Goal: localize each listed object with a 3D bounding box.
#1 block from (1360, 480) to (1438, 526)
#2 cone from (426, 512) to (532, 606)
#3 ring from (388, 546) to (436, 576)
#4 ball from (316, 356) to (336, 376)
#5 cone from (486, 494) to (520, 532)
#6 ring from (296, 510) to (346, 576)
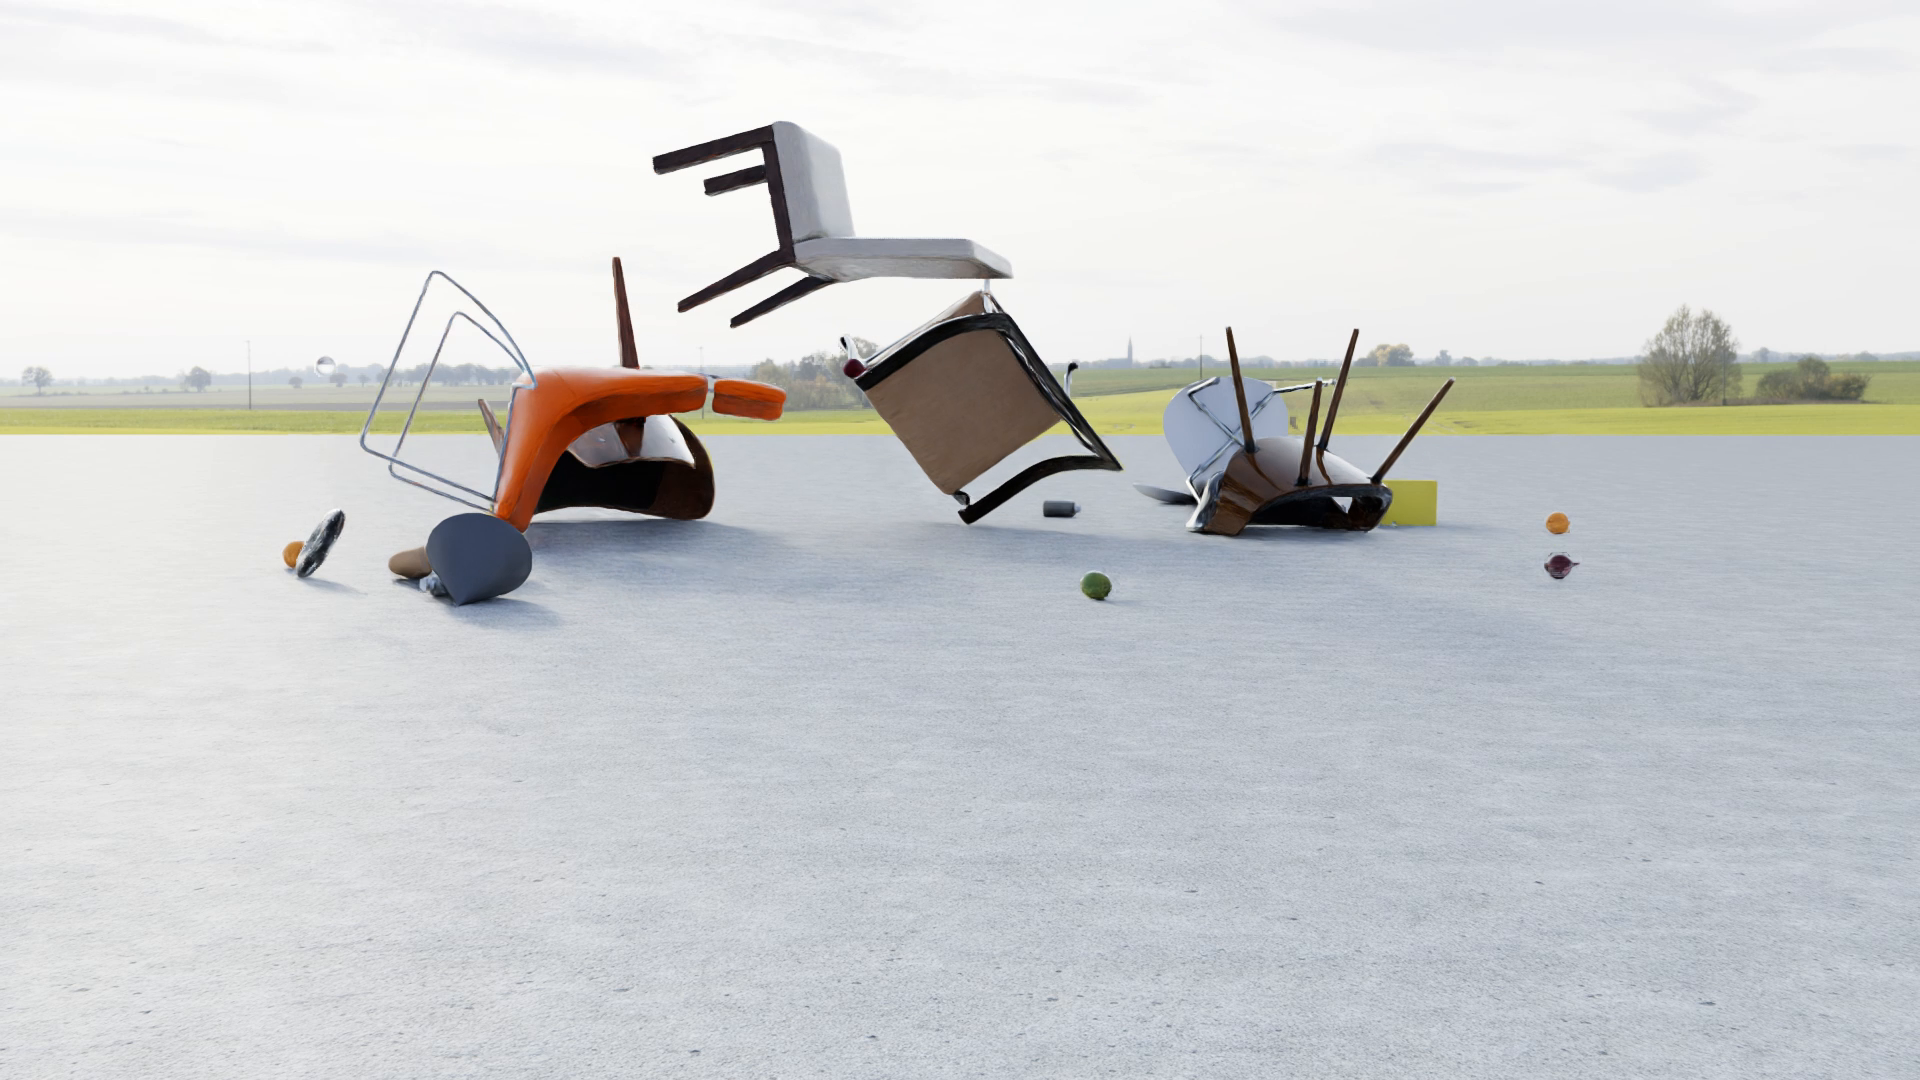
[{"bbox_3d":[1.459,-0.127,7.329,0.238,0.146,0.148,0,4,4],"label":"block"},{"bbox_3d":[-1.031,0.085,4.615,0.231,0.220,0.181,-17,32,16],"label":"cone"},{"bbox_3d":[-1.195,0.046,5.201,0.307,0.062,0.312,-4,-3,-25],"label":"ring"},{"bbox_3d":[-1.648,-0.454,5.715,0.052,0.052,0.052,0,4,0],"label":"ball"},{"bbox_3d":[-1.471,-0.055,6.903,0.134,0.135,0.096,-27,1,7],"label":"cone"},{"bbox_3d":[-1.529,0.007,5.255,0.043,0.187,0.190,33,-40,-22],"label":"ring"}]
